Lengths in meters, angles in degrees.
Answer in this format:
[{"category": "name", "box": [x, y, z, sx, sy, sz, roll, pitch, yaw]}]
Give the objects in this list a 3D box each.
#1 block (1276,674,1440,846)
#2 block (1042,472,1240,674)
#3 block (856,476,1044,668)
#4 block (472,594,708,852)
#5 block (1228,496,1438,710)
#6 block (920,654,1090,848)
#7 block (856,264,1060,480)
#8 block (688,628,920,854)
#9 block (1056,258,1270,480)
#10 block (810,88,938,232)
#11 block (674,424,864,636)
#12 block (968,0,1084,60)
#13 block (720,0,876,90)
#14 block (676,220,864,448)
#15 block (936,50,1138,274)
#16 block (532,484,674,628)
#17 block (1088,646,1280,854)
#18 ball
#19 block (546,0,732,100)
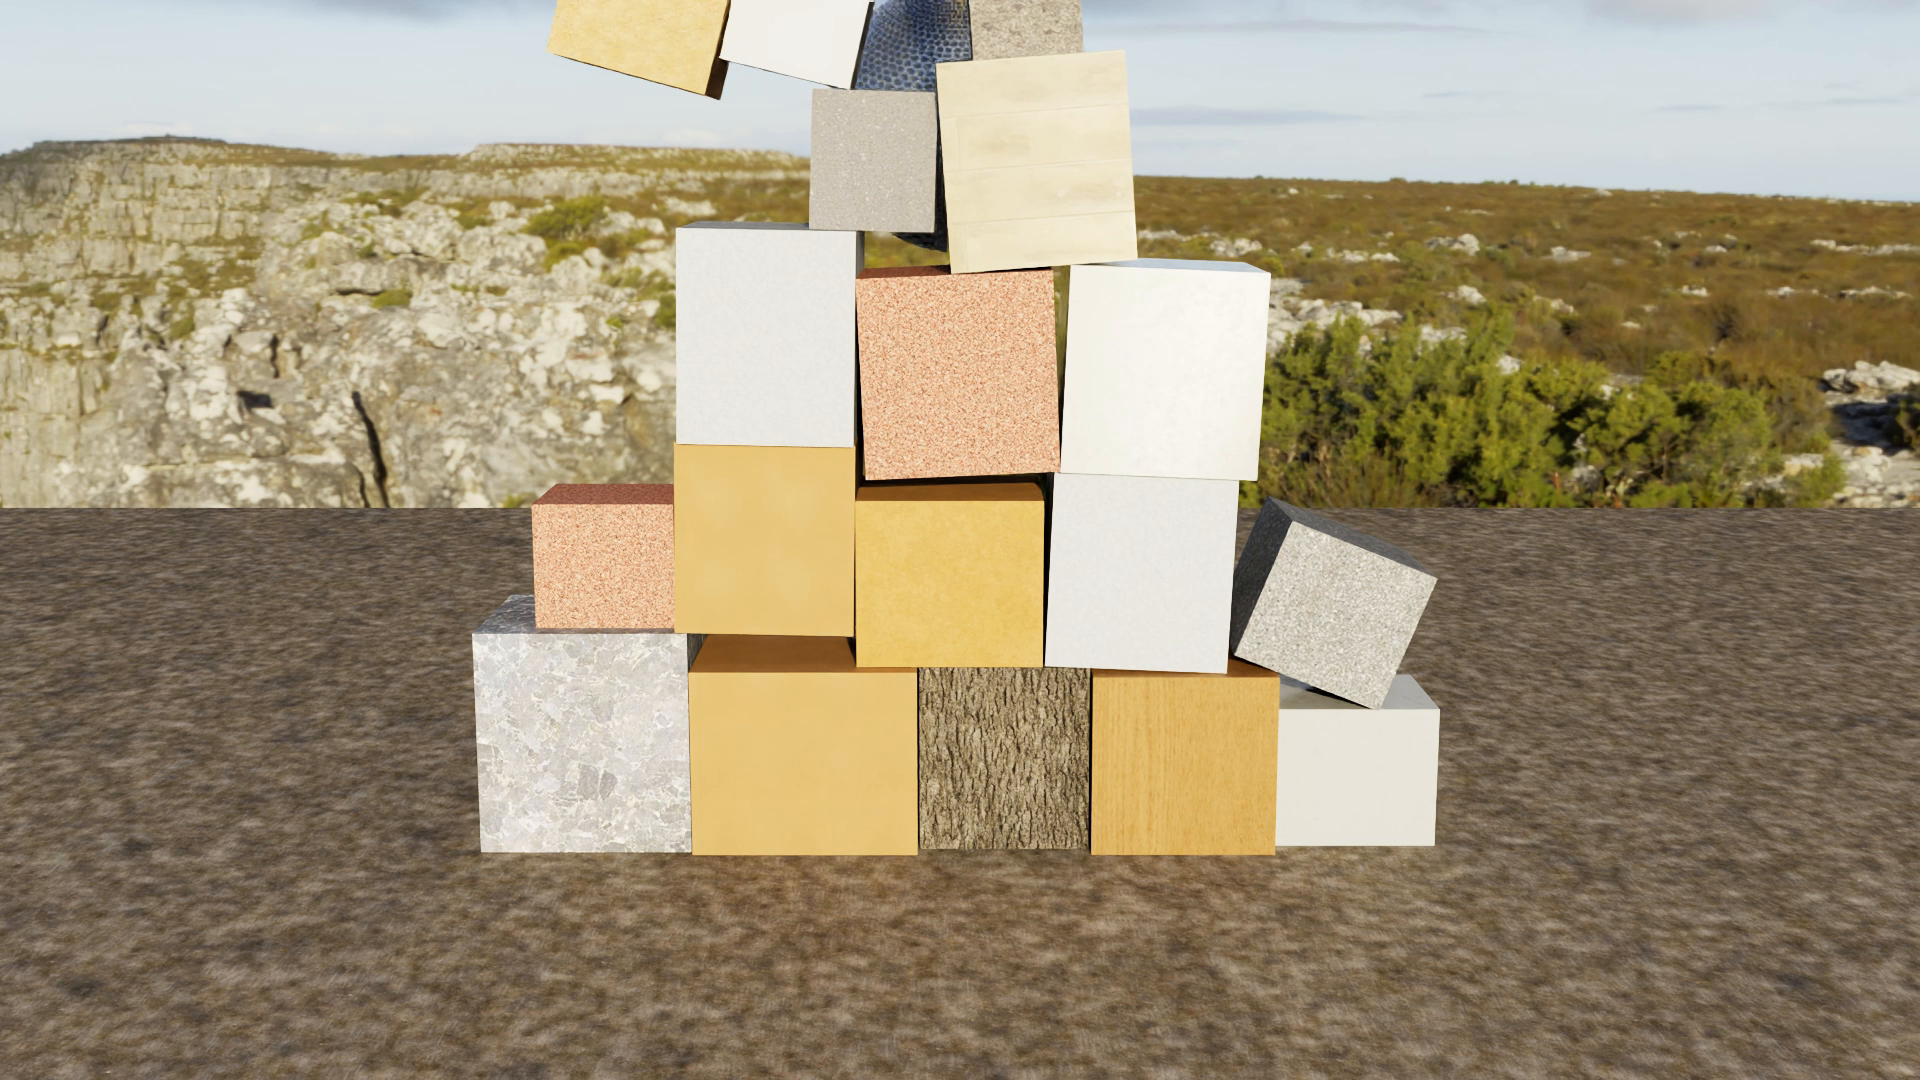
[{"category": "block", "box": [1.986, 1.128, 11.385, 0.813, 0.708, 0.728, 0, 10, 0]}, {"category": "block", "box": [0.889, 0.085, 11.191, 0.899, 0.979, 0.838, 2, 10, 0]}, {"category": "block", "box": [-0.051, 0.144, 11.223, 0.920, 0.832, 0.847, 0, 10, 0]}, {"category": "block", "box": [-1.867, 0.926, 11.353, 1.051, 1.117, 0.946, 0, 10, 0]}, {"category": "block", "box": [1.846, 0.308, 11.231, 0.780, 0.724, 0.801, 21, 9, -5]}, {"category": "block", "box": [0.221, 1.014, 11.377, 0.845, 0.935, 0.860, 0, 10, 0]}, {"category": "block", "box": [-0.006, -0.869, 11.008, 0.941, 0.967, 0.934, -2, 10, 0]}, {"category": "block", "box": [-0.771, 1.016, 11.373, 1.120, 0.932, 1.041, 0, 10, 0]}, {"category": "block", "box": [0.981, -0.884, 11.018, 0.950, 0.997, 0.989, 2, 10, 0]}, {"category": "block", "box": [-0.417, -1.874, 10.856, 0.599, 0.661, 0.684, 2, 10, -1]}, {"category": "block", "box": [-0.954, -0.082, 11.178, 0.877, 0.945, 0.922, 1, 10, 0]}, {"category": "block", "box": [0.305, -2.626, 10.683, 0.529, 0.573, 0.533, -4, 10, 0]}, {"category": "block", "box": [-0.766, -2.559, 10.702, 0.631, 0.603, 0.579, 13, 10, -3]}, {"category": "block", "box": [-0.928, -1.048, 10.976, 0.850, 1.029, 0.990, 1, 10, 0]}, {"category": "block", "box": [0.364, -1.867, 10.841, 0.890, 0.982, 0.902, -4, 10, 0]}, {"category": "block", "box": [-1.758, 0.071, 11.195, 0.695, 0.621, 0.669, 0, 10, 0]}, {"category": "block", "box": [1.111, 1.027, 11.382, 0.915, 0.907, 1.048, 0, 10, 0]}, {"category": "ball", "box": [0.000, -2.508, 13.057, 1.600, 1.600, 1.600, 0, 10, 0]}, {"category": "block", "box": [-1.496, -2.592, 10.709, 0.769, 0.683, 0.768, 15, 9, -3]}]
